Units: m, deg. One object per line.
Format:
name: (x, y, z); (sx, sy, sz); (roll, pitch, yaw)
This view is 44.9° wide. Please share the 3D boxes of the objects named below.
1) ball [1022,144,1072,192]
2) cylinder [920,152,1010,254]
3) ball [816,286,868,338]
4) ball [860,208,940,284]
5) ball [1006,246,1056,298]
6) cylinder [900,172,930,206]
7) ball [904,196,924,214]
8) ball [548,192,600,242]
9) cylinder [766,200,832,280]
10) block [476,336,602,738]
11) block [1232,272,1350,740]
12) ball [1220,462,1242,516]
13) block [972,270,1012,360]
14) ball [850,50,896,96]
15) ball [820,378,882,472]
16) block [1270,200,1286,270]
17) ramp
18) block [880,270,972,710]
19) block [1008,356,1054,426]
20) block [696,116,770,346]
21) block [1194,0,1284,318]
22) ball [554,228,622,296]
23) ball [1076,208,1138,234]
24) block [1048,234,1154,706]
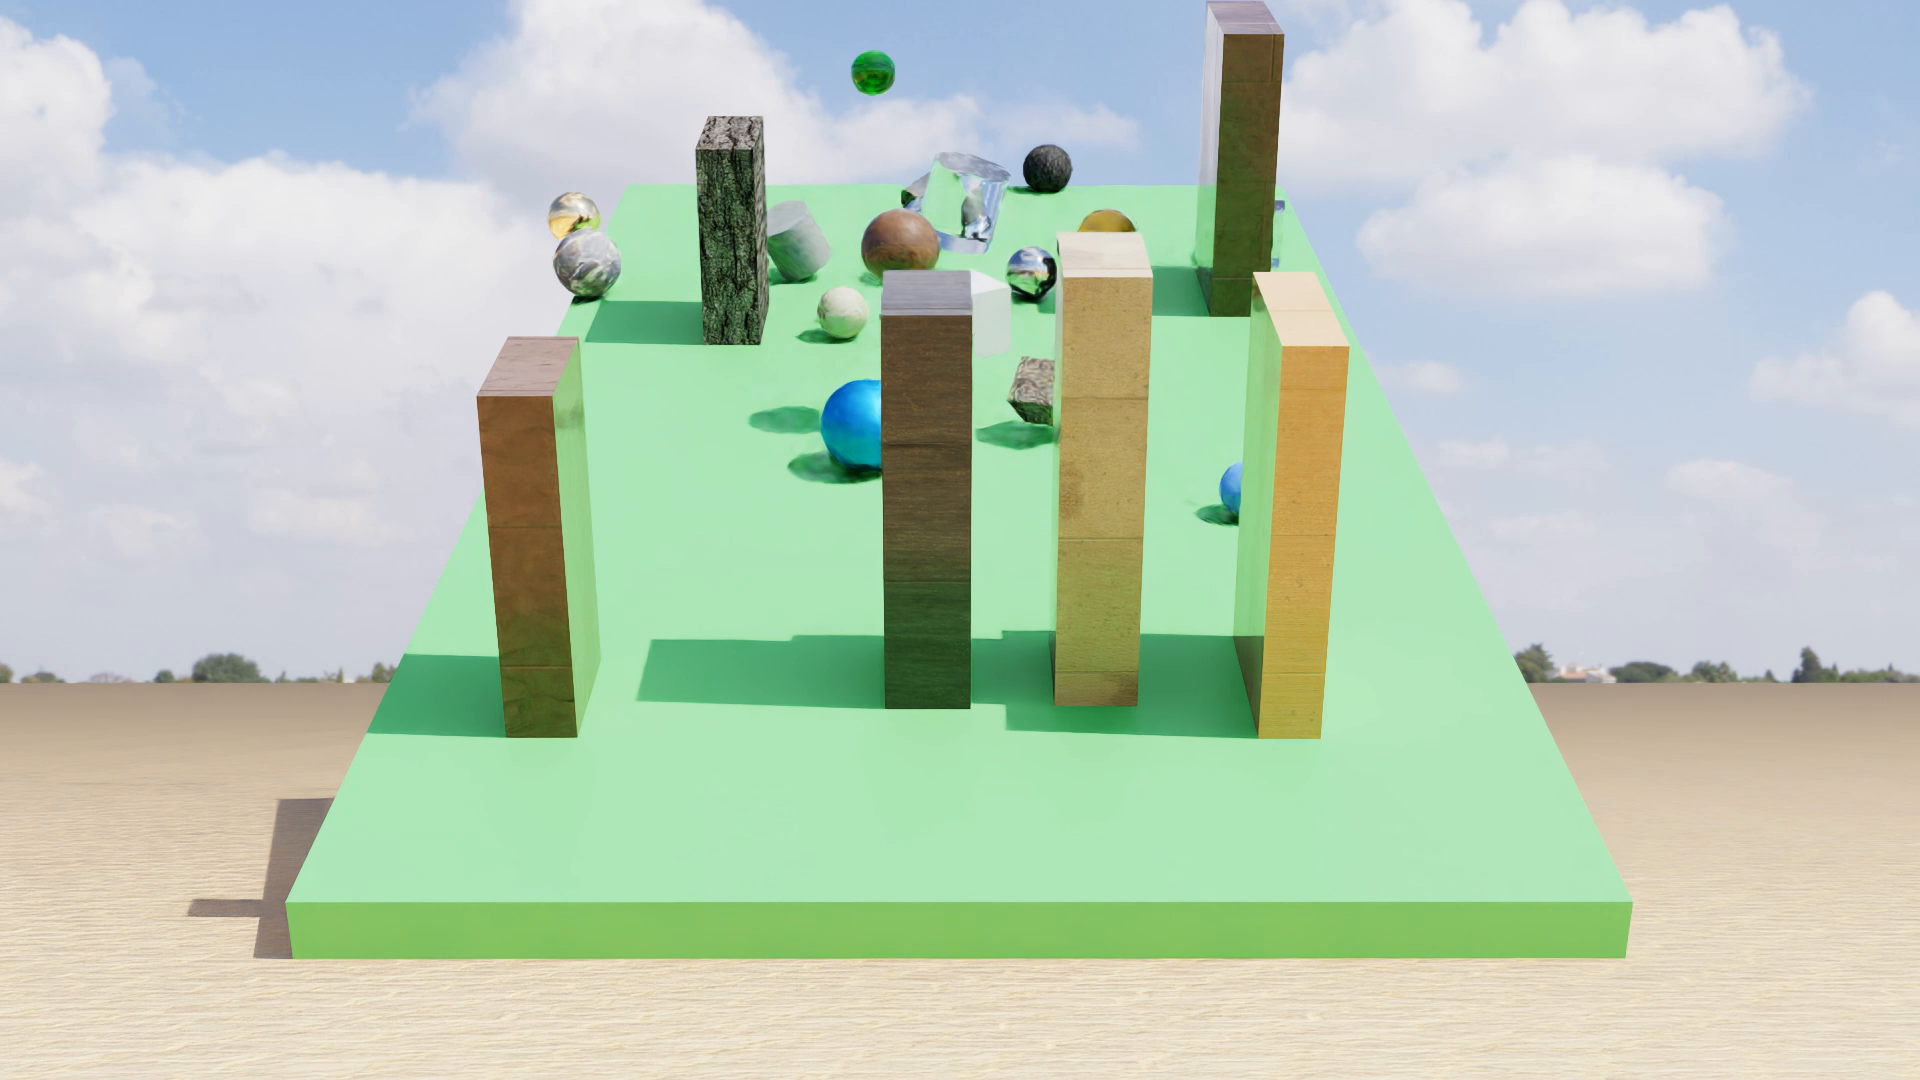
ball: (0.266, -1.124, 7.046); (0.150, 0.150, 0.150); (0, -3, 0)
cylinder: (0.007, -0.891, 6.151); (0.207, 0.207, 0.207); (13, 25, -6)
ball: (-0.291, -0.565, 5.776); (0.129, 0.129, 0.129); (0, -3, 0)
ball: (-0.130, -0.638, 5.090); (0.173, 0.173, 0.173); (0, -3, 0)
ball: (0.187, -0.698, 6.068); (0.137, 0.137, 0.137); (0, -3, 0)
cylinder: (-0.079, -0.979, 6.655); (0.130, 0.130, 0.130); (-38, 10, -19)
ball: (-0.095, -0.879, 6.459); (0.149, 0.149, 0.149); (0, -3, 0)
ball: (-1.080, -0.899, 6.505); (0.148, 0.148, 0.148); (0, -3, 0)
cylinder: (-0.445, -0.801, 6.209); (0.153, 0.153, 0.153); (-2, -45, 32)
block: (-0.703, -0.006, 3.915); (0.120, 0.612, 0.290); (0, 24, 0)
block: (0.554, -0.062, 3.943); (0.105, 0.697, 0.385); (0, 24, 0)
ball: (0.589, -0.104, 4.754); (0.117, 0.117, 0.117); (0, -3, 0)
block: (0.006, -0.547, 5.685); (0.169, 0.169, 0.169); (-15, 28, -31)
ball: (-0.242, -1.306, 6.501); (0.127, 0.127, 0.127); (0, -3, 0)
ball: (-0.200, -0.246, 4.971); (0.197, 0.197, 0.197); (0, -3, 0)
block: (0.808, -0.843, 6.376); (0.152, 0.152, 0.152); (5, 24, 8)
ramp: (-0.008, -0.228, 5.298); (2.000, 0.100, 4.000); (0, 24, 0)
block: (-0.055, -0.083, 3.969); (0.148, 0.712, 0.241); (0, 24, 0)
block: (0.188, -0.327, 5.141); (0.109, 0.109, 0.109); (8, -20, 28)
block: (-0.563, -0.773, 5.794); (0.139, 0.493, 0.332); (0, 24, 0)
block: (0.714, -0.987, 5.999); (0.148, 0.722, 0.423); (0, 24, 0)
ball: (-0.972, -0.723, 6.070); (0.176, 0.176, 0.176); (0, -3, 0)
ball: (0.389, -0.794, 6.154); (0.164, 0.164, 0.164); (0, -3, 0)
block: (0.235, -0.116, 3.970); (0.143, 0.772, 0.246); (0, 24, 0)
